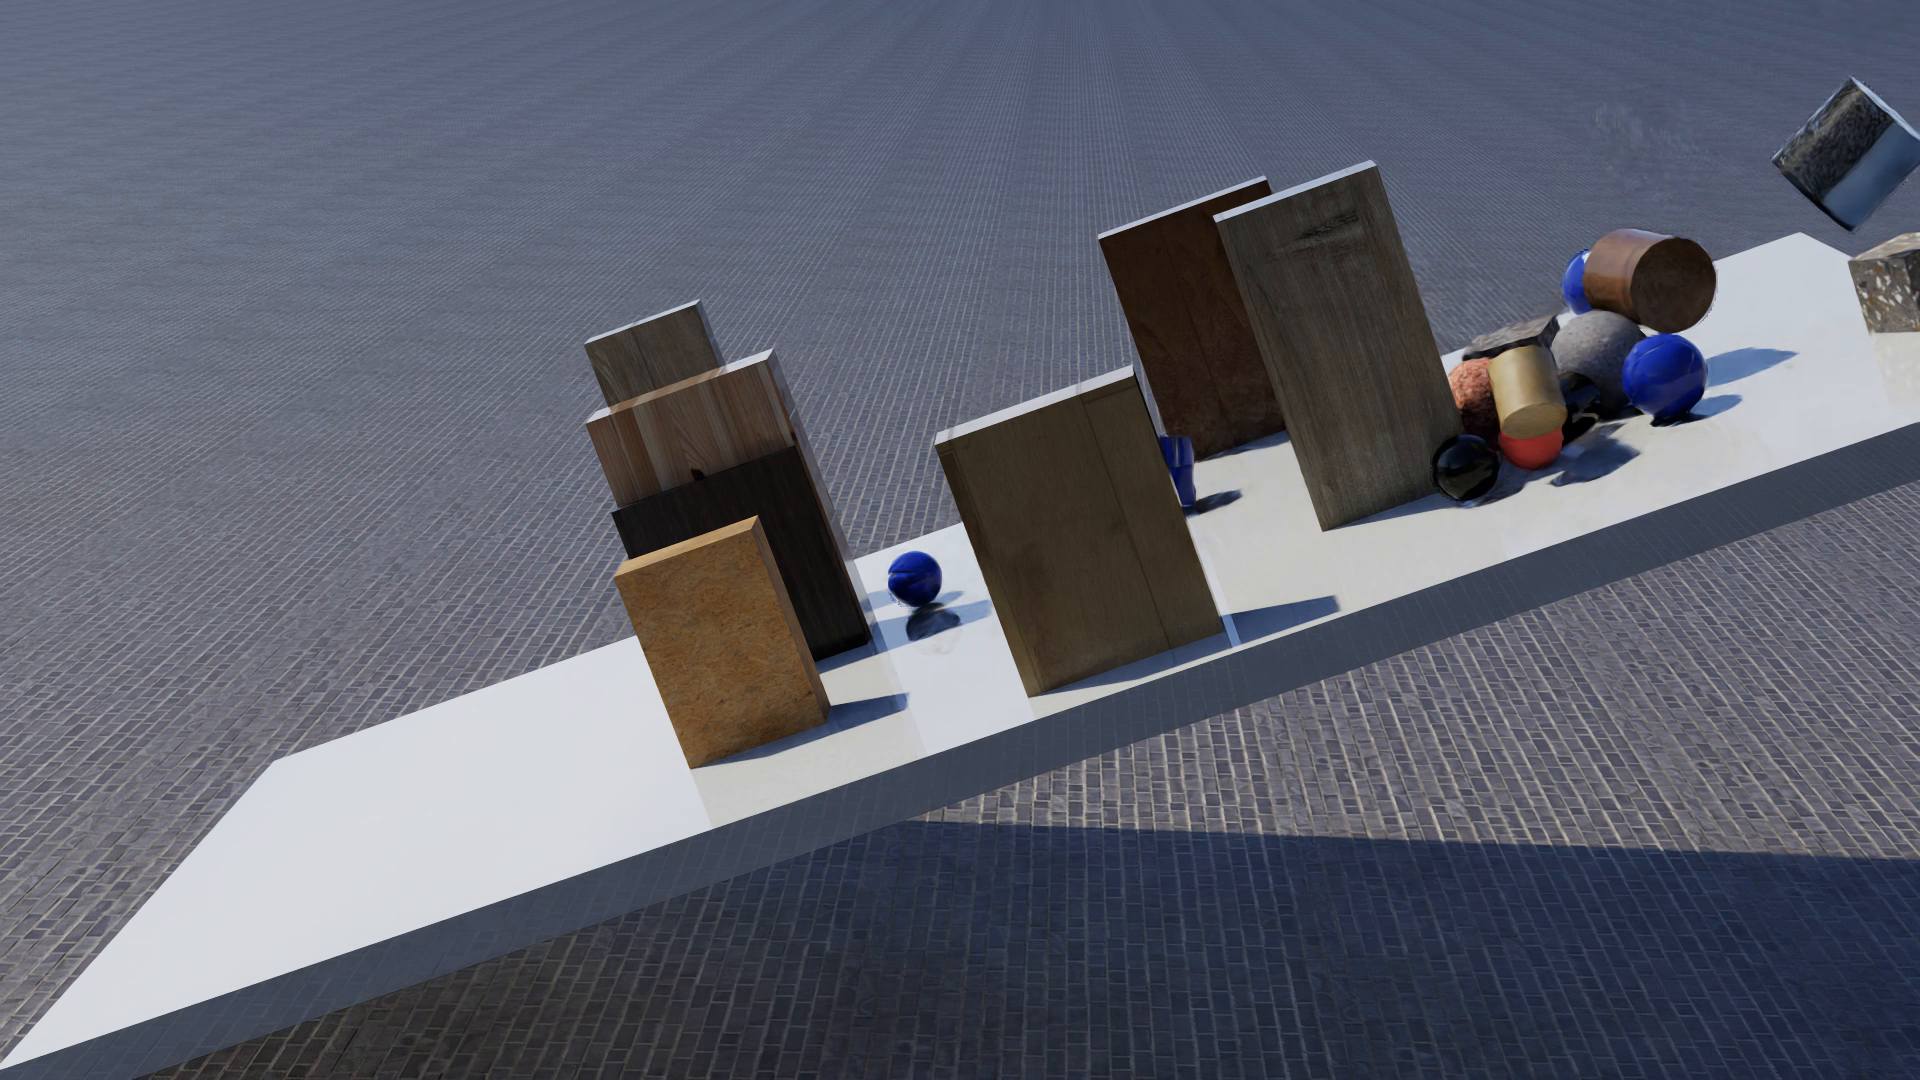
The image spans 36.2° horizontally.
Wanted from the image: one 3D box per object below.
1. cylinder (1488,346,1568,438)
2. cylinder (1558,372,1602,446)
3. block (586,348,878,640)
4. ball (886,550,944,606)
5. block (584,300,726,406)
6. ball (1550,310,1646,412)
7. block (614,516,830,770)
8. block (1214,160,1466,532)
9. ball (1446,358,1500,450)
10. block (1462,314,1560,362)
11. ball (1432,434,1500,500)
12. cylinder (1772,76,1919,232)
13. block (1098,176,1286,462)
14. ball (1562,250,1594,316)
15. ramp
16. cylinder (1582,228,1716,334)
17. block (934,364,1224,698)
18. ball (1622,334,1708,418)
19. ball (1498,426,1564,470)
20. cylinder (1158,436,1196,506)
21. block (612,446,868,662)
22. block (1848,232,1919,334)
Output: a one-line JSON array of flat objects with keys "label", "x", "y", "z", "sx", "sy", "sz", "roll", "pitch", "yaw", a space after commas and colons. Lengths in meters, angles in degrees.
[{"label": "cylinder", "x": 1.086, "y": -0.283, "z": 5.627, "sx": 0.129, "sy": 0.129, "sz": 0.129, "roll": -5, "pitch": -28, "yaw": -3}, {"label": "cylinder", "x": 1.197, "y": -0.258, "z": 5.872, "sx": 0.125, "sy": 0.125, "sz": 0.125, "roll": 10, "pitch": 27, "yaw": 38}, {"label": "block", "x": -0.495, "y": -0.034, "z": 6.433, "sx": 0.419, "sy": 0.652, "sz": 0.149, "roll": -19, "pitch": 11, "yaw": 6}, {"label": "ball", "x": -0.100, "y": 0.086, "z": 6.529, "sx": 0.125, "sy": 0.125, "sz": 0.125, "roll": 0, "pitch": 13, "yaw": 0}, {"label": "block", "x": -0.602, "y": -0.150, "z": 6.862, "sx": 0.277, "sy": 0.771, "sz": 0.090, "roll": -19, "pitch": 11, "yaw": 6}, {"label": "ball", "x": 1.302, "y": -0.363, "z": 5.986, "sx": 0.207, "sy": 0.207, "sz": 0.207, "roll": 0, "pitch": 13, "yaw": 0}, {"label": "block", "x": -0.471, "y": 0.204, "z": 5.865, "sx": 0.290, "sy": 0.418, "sz": 0.128, "roll": -19, "pitch": 11, "yaw": 6}, {"label": "block", "x": 0.770, "y": -0.385, "z": 5.859, "sx": 0.330, "sy": 0.659, "sz": 0.117, "roll": -19, "pitch": 11, "yaw": 6}, {"label": "ball", "x": 1.070, "y": -0.275, "z": 6.007, "sx": 0.195, "sy": 0.195, "sz": 0.195, "roll": 0, "pitch": 13, "yaw": 0}, {"label": "block", "x": 1.186, "y": -0.352, "z": 6.214, "sx": 0.174, "sy": 0.174, "sz": 0.174, "roll": -16, "pitch": 12, "yaw": 26}, {"label": "ball", "x": 0.979, "y": -0.141, "z": 5.698, "sx": 0.130, "sy": 0.130, "sz": 0.130, "roll": 0, "pitch": 13, "yaw": 0}, {"label": "cylinder", "x": 1.706, "y": -0.737, "z": 5.624, "sx": 0.210, "sy": 0.210, "sz": 0.210, "roll": 35, "pitch": 22, "yaw": -16}, {"label": "block", "x": 0.618, "y": -0.516, "z": 6.960, "sx": 0.415, "sy": 0.576, "sz": 0.094, "roll": -19, "pitch": 11, "yaw": 6}, {"label": "ball", "x": 1.484, "y": -0.588, "z": 6.812, "sx": 0.174, "sy": 0.174, "sz": 0.174, "roll": 0, "pitch": 13, "yaw": 0}, {"label": "ramp", "x": 0.113, "y": 0.178, "z": 6.299, "sx": 4.000, "sy": 0.100, "sz": 2.000, "roll": -19, "pitch": 11, "yaw": 6}, {"label": "cylinder", "x": 1.410, "y": -0.531, "z": 6.022, "sx": 0.195, "sy": 0.195, "sz": 0.195, "roll": -4, "pitch": 12, "yaw": -17}, {"label": "block", "x": 0.223, "y": -0.016, "z": 5.456, "sx": 0.385, "sy": 0.508, "sz": 0.122, "roll": -19, "pitch": 11, "yaw": 6}, {"label": "ball", "x": 1.380, "y": -0.322, "z": 5.759, "sx": 0.166, "sy": 0.166, "sz": 0.166, "roll": 0, "pitch": 13, "yaw": 0}, {"label": "ball", "x": 1.115, "y": -0.198, "z": 5.743, "sx": 0.124, "sy": 0.124, "sz": 0.124, "roll": 0, "pitch": 13, "yaw": 0}, {"label": "cylinder", "x": 0.444, "y": -0.149, "z": 6.509, "sx": 0.149, "sy": 0.149, "sz": 0.149, "roll": -3, "pitch": -1, "yaw": 0}, {"label": "block", "x": -0.473, "y": 0.072, "z": 6.393, "sx": 0.421, "sy": 0.457, "sz": 0.101, "roll": -19, "pitch": 11, "yaw": 6}, {"label": "block", "x": 1.879, "y": -0.508, "z": 5.795, "sx": 0.154, "sy": 0.154, "sz": 0.154, "roll": -25, "pitch": 12, "yaw": -23}]
